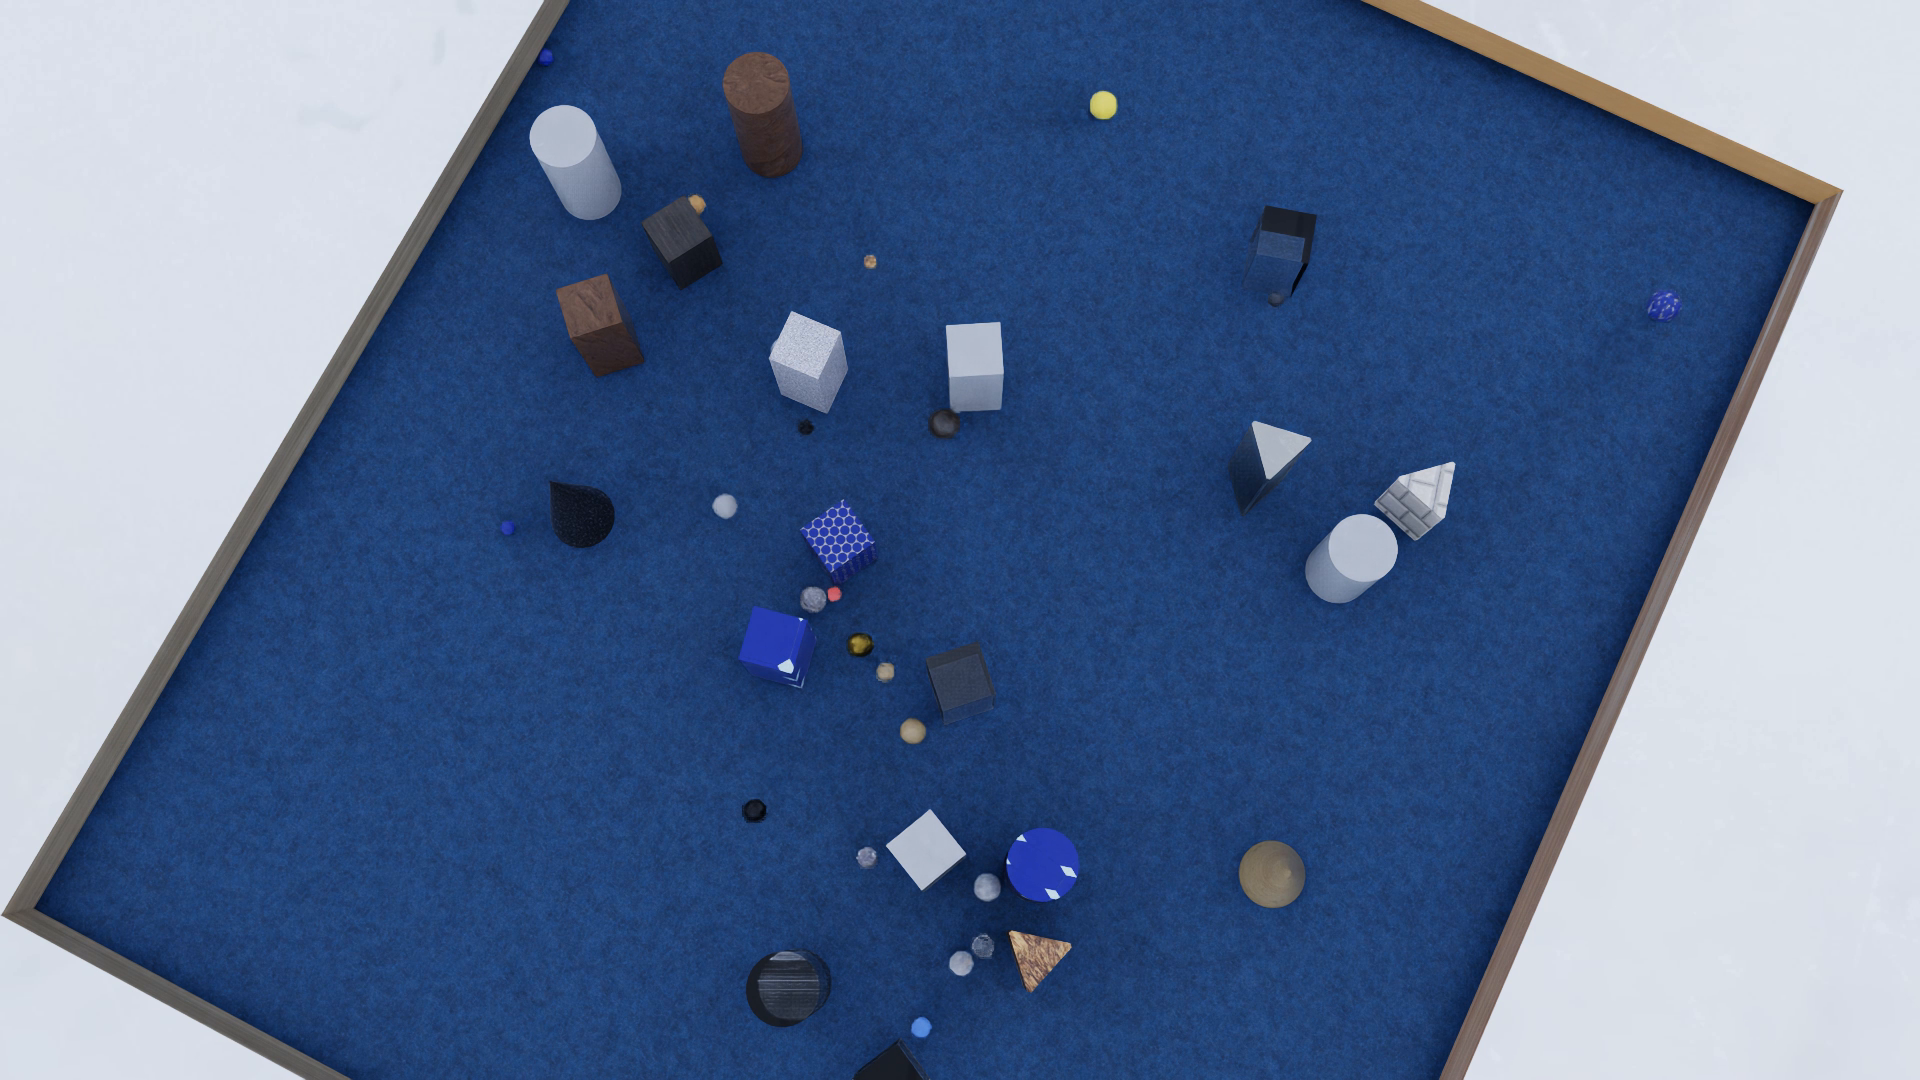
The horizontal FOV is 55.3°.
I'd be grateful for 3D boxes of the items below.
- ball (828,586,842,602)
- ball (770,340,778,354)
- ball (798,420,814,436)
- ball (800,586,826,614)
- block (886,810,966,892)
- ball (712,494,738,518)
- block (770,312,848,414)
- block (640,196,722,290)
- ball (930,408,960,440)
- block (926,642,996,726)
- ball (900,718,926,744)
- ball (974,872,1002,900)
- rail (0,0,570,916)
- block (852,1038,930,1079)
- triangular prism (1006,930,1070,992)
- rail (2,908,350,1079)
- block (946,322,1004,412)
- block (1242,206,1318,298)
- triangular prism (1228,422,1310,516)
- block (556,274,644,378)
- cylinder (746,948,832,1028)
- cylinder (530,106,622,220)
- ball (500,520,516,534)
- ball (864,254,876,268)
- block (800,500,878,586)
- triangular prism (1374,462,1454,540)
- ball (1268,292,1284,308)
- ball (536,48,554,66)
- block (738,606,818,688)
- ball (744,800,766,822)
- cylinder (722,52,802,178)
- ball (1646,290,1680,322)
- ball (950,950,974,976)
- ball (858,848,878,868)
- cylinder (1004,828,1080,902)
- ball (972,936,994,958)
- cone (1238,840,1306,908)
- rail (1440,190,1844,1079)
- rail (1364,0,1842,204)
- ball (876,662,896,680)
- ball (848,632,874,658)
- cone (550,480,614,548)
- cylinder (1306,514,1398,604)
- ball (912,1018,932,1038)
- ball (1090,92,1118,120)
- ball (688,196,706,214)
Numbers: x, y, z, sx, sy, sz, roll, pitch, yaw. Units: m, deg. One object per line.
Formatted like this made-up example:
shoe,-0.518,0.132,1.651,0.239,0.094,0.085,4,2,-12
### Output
ball,-0.381,0.164,5.560,0.044,0.044,0.044,0,78,0
ball,-0.553,-0.588,5.701,0.073,0.073,0.073,0,78,0
ball,-0.476,-0.348,5.664,0.048,0.048,0.048,0,78,0
ball,-0.444,0.181,5.538,0.081,0.081,0.081,0,78,0
block,-0.094,0.894,5.249,0.158,0.357,0.158,-39,81,-7
ball,-0.718,-0.104,5.600,0.075,0.075,0.075,0,78,0
block,-0.453,-0.531,5.535,0.158,0.376,0.158,23,79,5
block,-0.860,-0.919,5.680,0.158,0.249,0.158,-34,80,-7
ball,-0.045,-0.356,5.642,0.095,0.095,0.095,0,78,0
block,0.002,0.421,5.338,0.158,0.375,0.158,-18,79,-4
ball,-0.140,0.569,5.458,0.079,0.079,0.079,0,78,0
ball,0.080,1.015,5.366,0.080,0.080,0.080,0,78,0
rail,-1.741,-0.845,5.725,0.045,0.128,4.446,26,80,5
block,-0.187,1.521,5.150,0.158,0.297,0.158,-36,81,-7
triangular prism,0.192,1.158,5.189,0.148,0.368,0.171,42,81,8
rail,-0.984,1.933,5.150,3.939,0.128,0.045,26,80,5
block,0.043,-0.517,5.529,0.158,0.380,0.158,-4,78,-1
block,0.979,-0.885,5.642,0.158,0.309,0.158,11,79,2
triangular prism,0.880,-0.232,5.417,0.171,0.485,0.148,-42,81,-8
block,-1.085,-0.645,5.549,0.158,0.394,0.158,-18,79,-4
cylinder,-0.473,1.246,5.120,0.198,0.467,0.198,0,78,0
cylinder,-1.178,-1.156,5.643,0.198,0.418,0.198,0,78,0
ball,-1.381,-0.038,5.602,0.044,0.044,0.044,0,78,0
ball,-0.283,-0.879,5.777,0.042,0.042,0.042,0,78,0
block,-0.360,0.012,5.491,0.158,0.242,0.158,-35,80,-7
triangular prism,1.388,-0.141,5.482,0.171,0.320,0.148,43,82,8
ball,0.991,-0.753,5.748,0.047,0.047,0.047,0,78,0
ball,-1.338,-1.558,5.912,0.054,0.054,0.054,0,78,0
block,-0.530,0.318,5.368,0.158,0.357,0.158,15,79,3
ball,-0.606,0.800,5.417,0.066,0.066,0.066,0,78,0
cylinder,-0.602,-1.302,5.644,0.198,0.475,0.198,0,78,0
ball,2.194,-0.729,5.717,0.099,0.099,0.099,0,78,0
ball,0.004,1.229,5.326,0.070,0.070,0.070,0,78,0
ball,-0.273,0.935,5.392,0.060,0.060,0.060,0,78,0
cylinder,0.226,0.927,5.198,0.198,0.443,0.198,0,78,0
ball,0.068,1.184,5.339,0.064,0.064,0.064,0,78,0
cone,0.922,0.955,5.259,0.198,0.314,0.198,0,78,0
rail,1.741,0.859,5.372,0.045,0.128,4.446,26,80,5
rail,0.984,-1.920,5.947,3.939,0.128,0.045,26,80,5
ball,-0.223,0.395,5.507,0.055,0.055,0.055,0,78,0
ball,-0.298,0.315,5.512,0.076,0.076,0.076,0,78,0
cone,-1.159,-0.120,5.401,0.198,0.471,0.198,0,78,0
cylinder,1.153,0.059,5.418,0.198,0.364,0.198,0,78,0
ball,-0.111,1.408,5.296,0.057,0.057,0.057,0,78,0
ball,0.458,-1.389,5.858,0.089,0.089,0.089,0,78,0
ball,-0.838,-1.060,5.804,0.062,0.062,0.062,0,78,0
